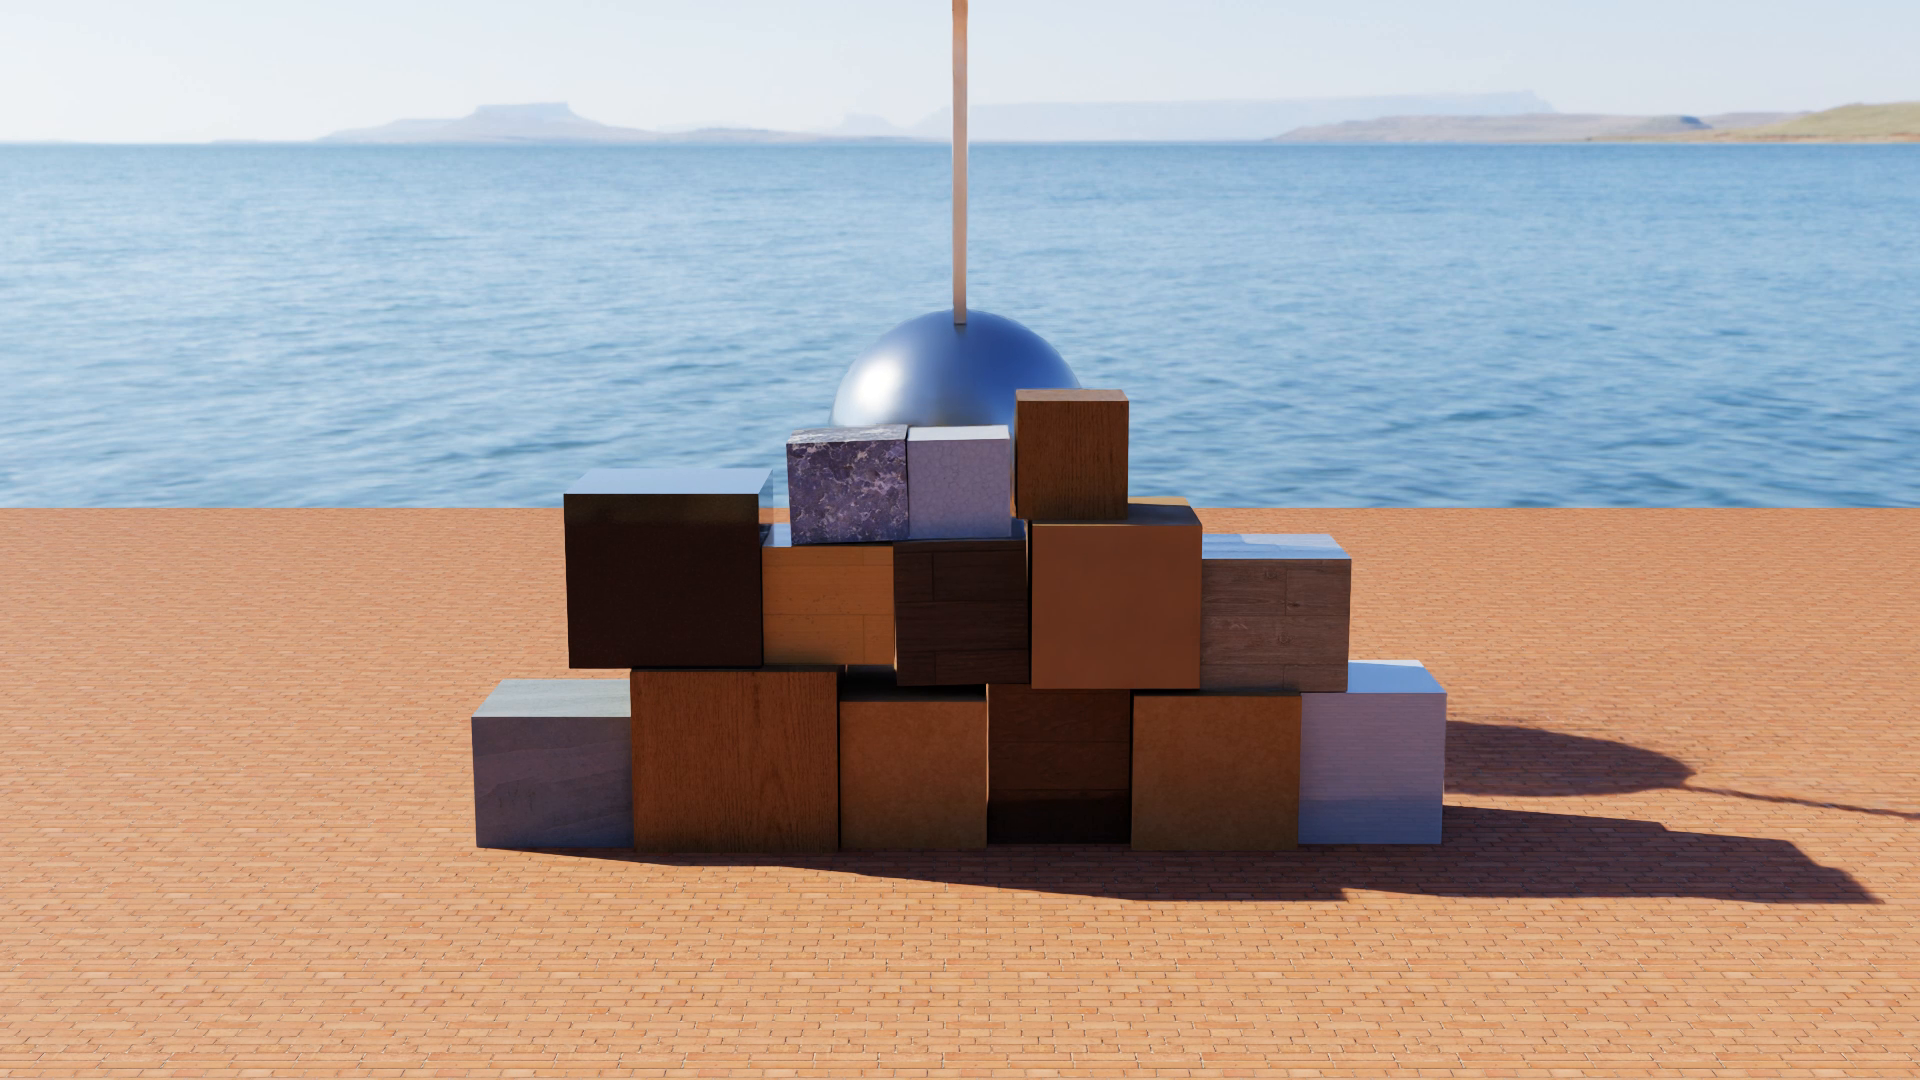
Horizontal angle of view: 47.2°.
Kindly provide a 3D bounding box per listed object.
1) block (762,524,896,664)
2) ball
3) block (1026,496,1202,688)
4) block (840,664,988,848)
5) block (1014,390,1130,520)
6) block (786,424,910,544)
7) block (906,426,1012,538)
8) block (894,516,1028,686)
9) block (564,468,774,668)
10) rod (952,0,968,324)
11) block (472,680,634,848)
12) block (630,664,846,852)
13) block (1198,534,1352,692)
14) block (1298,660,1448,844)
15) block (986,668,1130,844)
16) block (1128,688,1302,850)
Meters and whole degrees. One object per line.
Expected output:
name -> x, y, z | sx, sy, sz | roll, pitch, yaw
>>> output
block -> -0.654, 0.267, 11.241 | 0.649, 0.599, 0.672 | 0, 10, 0
ball -> 0.000, -0.582, 13.183 | 1.600, 1.600, 1.600 | 0, 10, 0
block -> 0.770, 0.254, 11.240 | 0.831, 0.820, 0.874 | 0, 10, 0
block -> -0.231, 1.103, 11.377 | 0.732, 0.759, 0.809 | 0, 10, 0
block -> 0.557, -0.439, 11.106 | 0.547, 0.590, 0.518 | 0, 10, 0
block -> -0.554, -0.287, 11.146 | 0.586, 0.504, 0.554 | -2, 10, 0
block -> -0.003, -0.298, 11.143 | 0.508, 0.493, 0.498 | -1, 10, 0
block -> 0.007, 0.302, 11.252 | 0.658, 0.727, 0.690 | -1, 10, 0
block -> -1.458, 0.131, 11.208 | 0.952, 0.879, 0.832 | 0, 10, 0
rod -> 0.000, -3.510, 11.456 | 0.080, 5.200, 0.080 | 0, 31, 0
block -> -2.034, 1.143, 11.382 | 0.798, 0.678, 0.776 | 0, 10, 0
block -> -1.116, 1.023, 11.350 | 1.017, 0.927, 0.929 | 0, 10, 0
block -> 1.565, 0.361, 11.260 | 0.739, 0.675, 0.695 | 0, 10, 0
block -> 2.067, 1.086, 11.397 | 0.731, 0.785, 0.705 | 0, 10, 0
block -> 0.498, 1.067, 11.378 | 0.706, 0.830, 0.675 | 0, 10, 0
block -> 1.276, 1.088, 11.367 | 0.831, 0.793, 0.856 | 0, 10, 0
